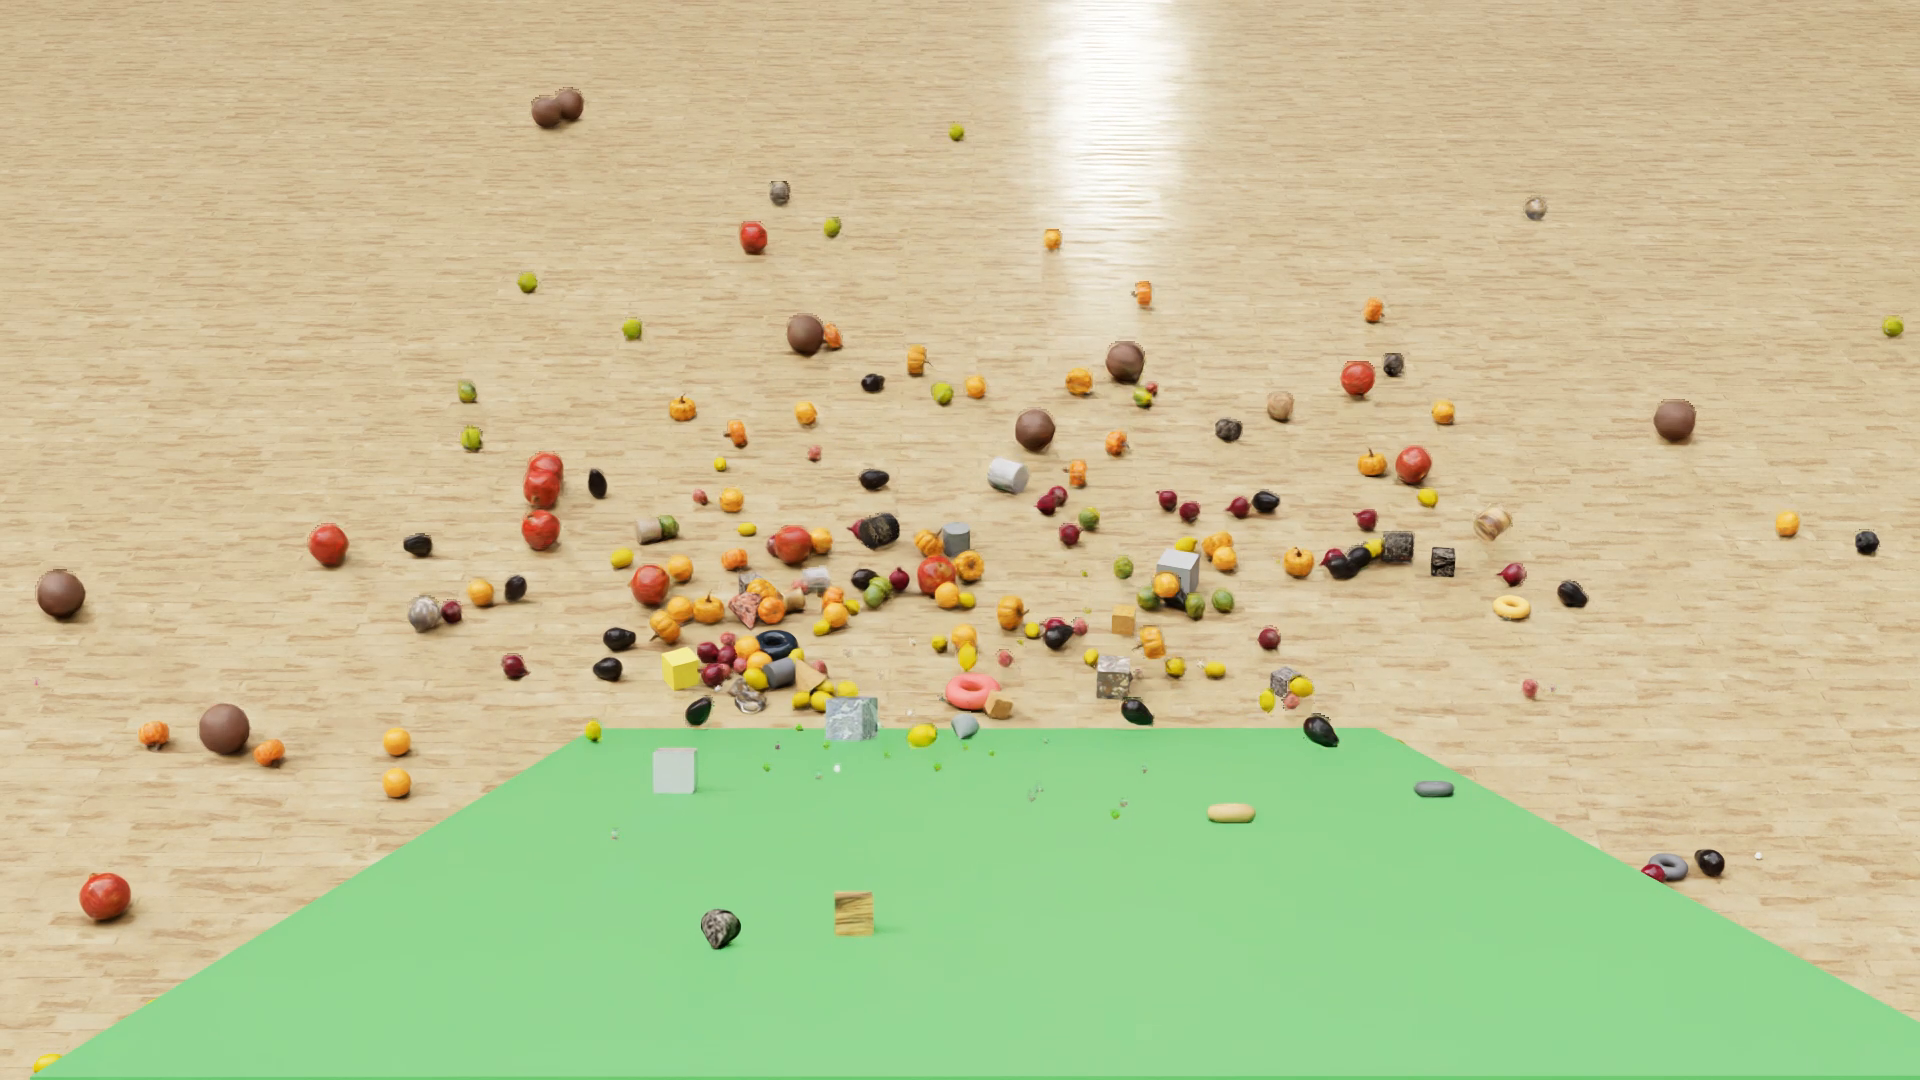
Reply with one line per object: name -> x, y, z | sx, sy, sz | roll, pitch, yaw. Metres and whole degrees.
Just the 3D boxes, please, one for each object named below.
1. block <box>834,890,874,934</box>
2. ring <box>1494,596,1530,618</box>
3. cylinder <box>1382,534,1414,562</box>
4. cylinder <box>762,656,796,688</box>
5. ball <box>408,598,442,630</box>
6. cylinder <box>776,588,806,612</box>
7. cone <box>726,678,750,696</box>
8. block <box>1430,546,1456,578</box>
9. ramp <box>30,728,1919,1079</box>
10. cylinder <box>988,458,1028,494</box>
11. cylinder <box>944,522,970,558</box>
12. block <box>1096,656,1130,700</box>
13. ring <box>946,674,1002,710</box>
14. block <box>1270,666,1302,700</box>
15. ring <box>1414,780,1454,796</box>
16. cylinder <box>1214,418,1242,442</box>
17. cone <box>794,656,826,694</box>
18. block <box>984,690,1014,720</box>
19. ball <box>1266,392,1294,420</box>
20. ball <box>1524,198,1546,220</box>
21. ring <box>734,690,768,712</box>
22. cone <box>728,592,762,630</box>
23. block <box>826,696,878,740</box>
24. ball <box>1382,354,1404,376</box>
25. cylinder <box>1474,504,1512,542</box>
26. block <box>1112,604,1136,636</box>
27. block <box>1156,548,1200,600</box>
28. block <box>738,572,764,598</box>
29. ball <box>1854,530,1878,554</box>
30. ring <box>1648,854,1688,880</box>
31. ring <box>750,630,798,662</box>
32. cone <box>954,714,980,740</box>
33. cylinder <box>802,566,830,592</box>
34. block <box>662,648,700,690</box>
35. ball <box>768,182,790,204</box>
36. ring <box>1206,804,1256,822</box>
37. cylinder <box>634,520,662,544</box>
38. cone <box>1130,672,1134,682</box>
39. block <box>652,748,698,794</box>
block -> -0.143, 0.501, 3.475 | 0.051, 0.051, 0.051 | 0, 1, -4
ring -> 1.563, 0.190, 7.311 | 0.105, 0.035, 0.105 | 1, 27, 0
cylinder -> 1.283, 0.022, 7.580 | 0.083, 0.083, 0.083 | 2, 28, 3
cylinder -> -0.484, 0.358, 6.953 | 0.069, 0.069, 0.069 | -19, 33, -32
ball -> -1.496, 0.207, 7.216 | 0.092, 0.092, 0.092 | 0, 28, 0
cylinder -> -0.480, 0.170, 7.317 | 0.063, 0.063, 0.063 | -11, 29, -24
cone -> -0.605, 0.402, 6.915 | 0.057, 0.057, 0.057 | -14, 16, 37
block -> 1.406, 0.065, 7.519 | 0.064, 0.064, 0.064 | 3, 28, 5
ramp -> 0.062, 0.560, 4.599 | 2.000, 0.100, 4.000 | 0, 1, 0
cylinder -> 0.150, -0.199, 7.993 | 0.092, 0.092, 0.092 | 16, 32, 28
cylinder -> -0.009, 0.000, 7.628 | 0.078, 0.078, 0.078 | 0, 28, 0
block -> 0.411, 0.368, 6.915 | 0.084, 0.084, 0.084 | 3, 28, 5
ring -> 0.035, 0.404, 6.886 | 0.150, 0.050, 0.150 | 0, 26, 0
block -> 0.872, 0.382, 6.918 | 0.058, 0.058, 0.058 | -22, 35, -35
ring -> 0.934, 0.490, 5.086 | 0.078, 0.026, 0.078 | -1, 1, 0
cylinder -> 0.863, -0.354, 8.323 | 0.062, 0.062, 0.062 | 22, 35, 36
cone -> -0.420, 0.349, 6.907 | 0.091, 0.091, 0.091 | -29, 11, 6
block -> 0.103, 0.434, 6.808 | 0.052, 0.052, 0.052 | 14, 22, -23
ball -> 1.048, -0.439, 8.458 | 0.088, 0.088, 0.088 | 0, 28, 0
ball -> 2.251, -1.295, 10.099 | 0.086, 0.086, 0.086 | 0, 28, 0
ring -> -0.556, 0.429, 6.860 | 0.087, 0.029, 0.087 | 1, 28, -1
cone -> -0.594, 0.215, 7.251 | 0.099, 0.099, 0.099 | -6, 55, -12
block -> -0.265, 0.436, 6.329 | 0.098, 0.098, 0.098 | 0, 1, 21
ball -> 1.471, -0.594, 8.772 | 0.071, 0.071, 0.071 | 0, 28, 0
cylinder -> 1.572, -0.050, 7.621 | 0.079, 0.079, 0.079 | -39, 43, -22
block -> 0.458, 0.223, 7.219 | 0.060, 0.060, 0.060 | 5, 28, 9
block -> 0.625, 0.098, 7.416 | 0.100, 0.100, 0.100 | 10, 29, 18
block -> -0.597, 0.133, 7.395 | 0.057, 0.057, 0.057 | -13, 30, -23
ball -> 2.678, 0.006, 7.627 | 0.068, 0.068, 0.068 | 0, 28, 0
ring -> 1.695, 0.782, 6.182 | 0.094, 0.031, 0.094 | 0, 26, 0
ring -> -0.510, 0.291, 7.109 | 0.131, 0.044, 0.131 | -1, 28, 1
cone -> 0.006, 0.470, 6.312 | 0.067, 0.067, 0.067 | 10, 45, 18
cylinder -> -0.413, 0.114, 7.429 | 0.060, 0.060, 0.060 | -26, 34, -15
block -> -0.752, 0.348, 6.963 | 0.077, 0.077, 0.077 | -14, 31, -25
ball -> -0.717, -1.376, 10.256 | 0.084, 0.084, 0.084 | 0, 28, 0
ring -> 0.491, 0.494, 4.678 | 0.089, 0.030, 0.089 | 0, -1, 0
cylinder -> -0.928, -0.025, 7.690 | 0.065, 0.065, 0.065 | -9, 29, -21
cone -> 0.437, 0.343, 6.984 | 0.065, 0.065, 0.065 | 0, 28, 0
block -> -0.570, 0.461, 5.170 | 0.083, 0.083, 0.083 | 0, 1, -1
